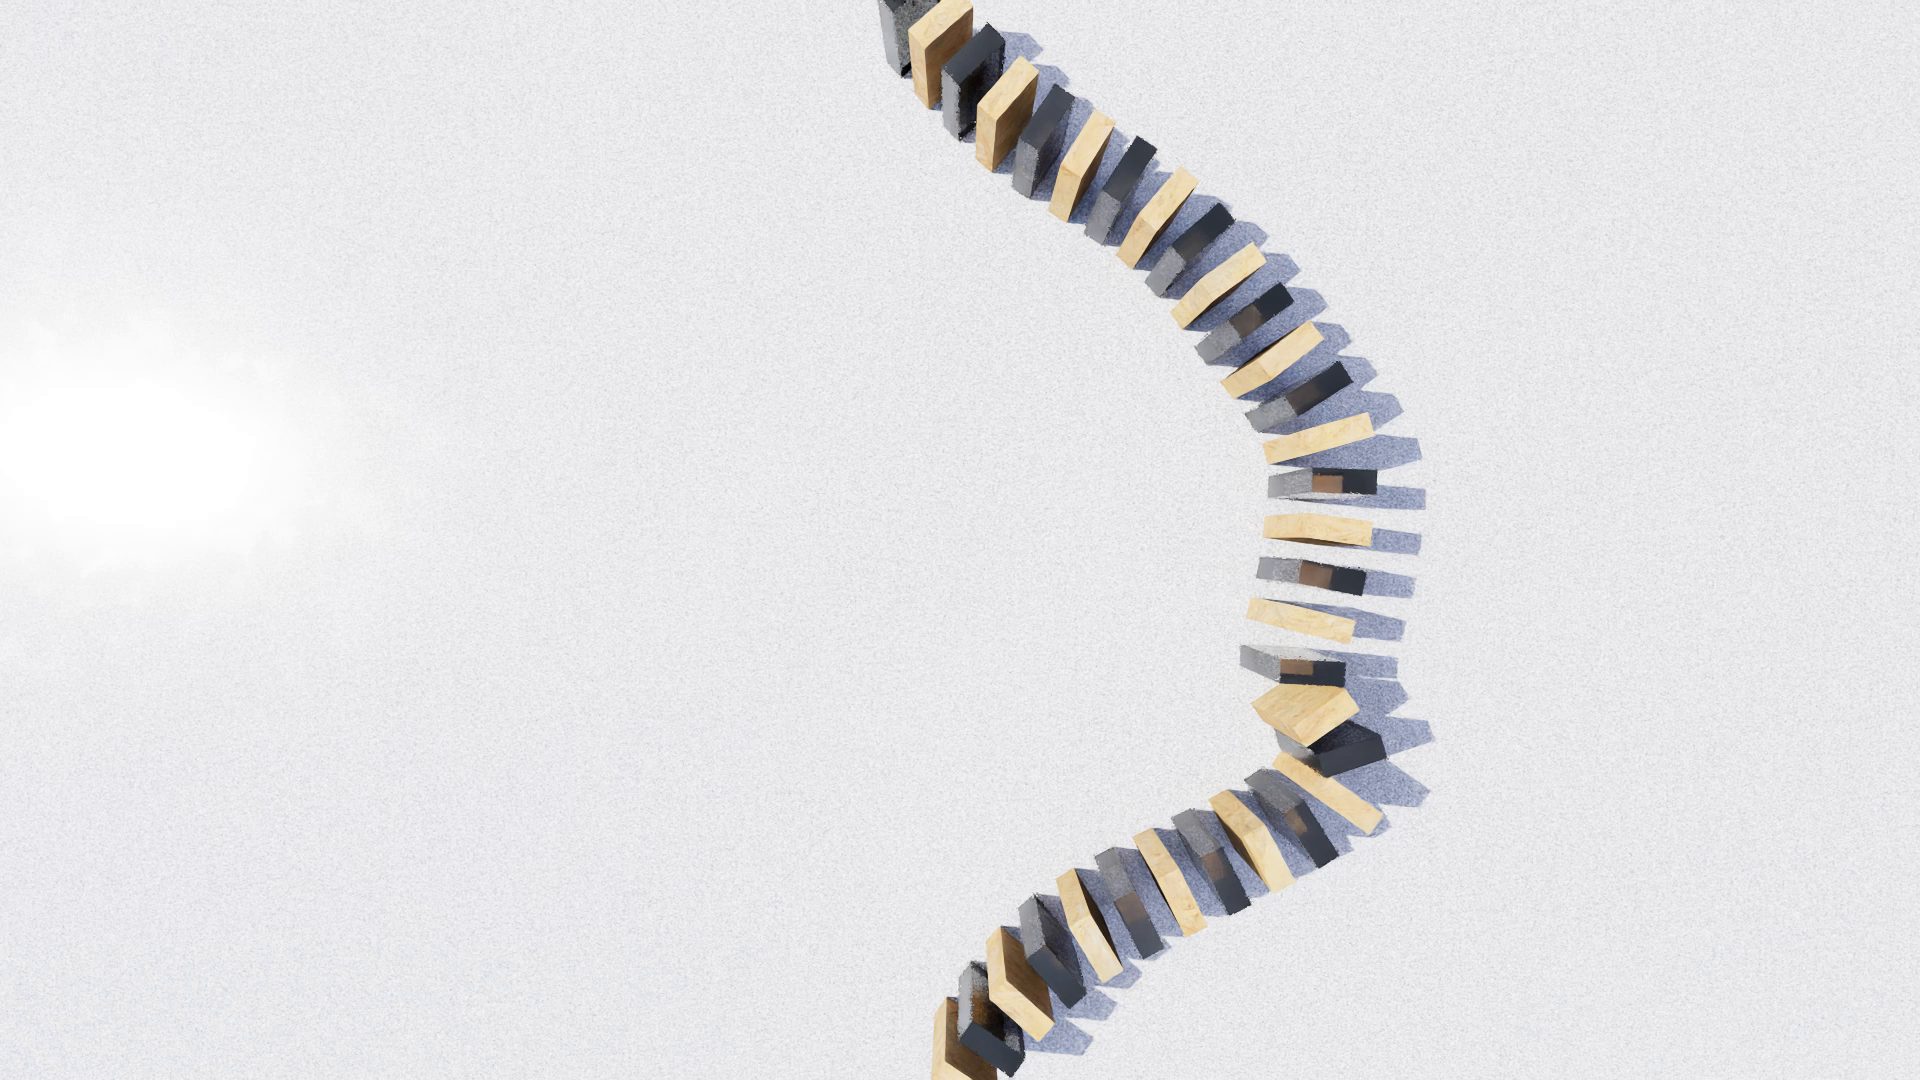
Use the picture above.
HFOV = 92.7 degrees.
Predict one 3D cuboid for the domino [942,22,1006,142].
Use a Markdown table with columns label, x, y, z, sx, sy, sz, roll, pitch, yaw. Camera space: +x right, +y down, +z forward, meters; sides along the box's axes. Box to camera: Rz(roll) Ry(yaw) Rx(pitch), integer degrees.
| label | x | y | z | sx | sy | sz | roll | pitch | yaw |
| --- | --- | --- | --- | --- | --- | --- | --- | --- | --- |
| domino | 0.005 | -0.186 | 0.375 | 0.025 | 0.050 | 0.009 | -44 | 90 | 0 |

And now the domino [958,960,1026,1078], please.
| label | x | y | z | sx | sy | sz | roll | pitch | yaw |
| --- | --- | --- | --- | --- | --- | --- | --- | --- | --- |
| domino | 0.012 | 0.195 | 0.375 | 0.025 | 0.050 | 0.010 | 35 | 90 | 0 |

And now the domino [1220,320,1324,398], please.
| label | x | y | z | sx | sy | sz | roll | pitch | yaw |
| --- | --- | --- | --- | --- | --- | --- | --- | --- | --- |
| domino | 0.126 | -0.073 | 0.375 | 0.025 | 0.050 | 0.009 | -38 | 90 | 0 |

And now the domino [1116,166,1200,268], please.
| label | x | y | z | sx | sy | sz | roll | pitch | yaw |
| --- | --- | --- | --- | --- | --- | --- | --- | --- | --- |
| domino | 0.080 | -0.131 | 0.375 | 0.010 | 0.050 | 0.025 | 41 | 90 | 0 |

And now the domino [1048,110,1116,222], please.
| label | x | y | z | sx | sy | sz | roll | pitch | yaw |
| --- | --- | --- | --- | --- | --- | --- | --- | --- | --- |
| domino | 0.049 | -0.152 | 0.375 | 0.009 | 0.050 | 0.025 | 32 | 90 | 0 |

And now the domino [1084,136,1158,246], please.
| label | x | y | z | sx | sy | sz | roll | pitch | yaw |
| --- | --- | --- | --- | --- | --- | --- | --- | --- | --- |
| domino | 0.065 | -0.142 | 0.375 | 0.010 | 0.050 | 0.025 | 33 | 90 | 0 |

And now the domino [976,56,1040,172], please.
| label | x | y | z | sx | sy | sz | roll | pitch | yaw |
| --- | --- | --- | --- | --- | --- | --- | --- | --- | --- |
| domino | 0.018 | -0.173 | 0.375 | 0.010 | 0.050 | 0.025 | 41 | 90 | 0 |

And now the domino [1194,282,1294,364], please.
| label | x | y | z | sx | sy | sz | roll | pitch | yaw |
| --- | --- | --- | --- | --- | --- | --- | --- | --- | --- |
| domino | 0.115 | -0.088 | 0.375 | 0.025 | 0.050 | 0.010 | -36 | 90 | 0 |

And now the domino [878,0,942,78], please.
| label | x | y | z | sx | sy | sz | roll | pitch | yaw |
| --- | --- | --- | --- | --- | --- | --- | --- | --- | --- |
| domino | -0.020 | -0.214 | 0.375 | 0.025 | 0.050 | 0.009 | -43 | 90 | 0 |

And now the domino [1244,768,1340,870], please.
| label | x | y | z | sx | sy | sz | roll | pitch | yaw |
| --- | --- | --- | --- | --- | --- | --- | --- | --- | --- |
| domino | 0.134 | 0.113 | 0.375 | 0.010 | 0.050 | 0.025 | -33 | 90 | 0 |

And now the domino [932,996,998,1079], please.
| label | x | y | z | sx | sy | sz | roll | pitch | yaw |
| --- | --- | --- | --- | --- | --- | --- | --- | --- | --- |
| domino | 0.002 | 0.210 | 0.375 | 0.025 | 0.050 | 0.009 | 34 | 90 | 0 |

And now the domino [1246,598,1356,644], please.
| label | x | y | z | sx | sy | sz | roll | pitch | yaw |
| --- | --- | --- | --- | --- | --- | --- | --- | --- | --- |
| domino | 0.138 | 0.032 | 0.375 | 0.025 | 0.050 | 0.009 | 14 | 90 | 0 |

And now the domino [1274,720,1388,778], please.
| label | x | y | z | sx | sy | sz | roll | pitch | yaw |
| --- | --- | --- | --- | --- | --- | --- | --- | --- | --- |
| domino | 0.150 | 0.083 | 0.375 | 0.025 | 0.050 | 0.009 | -18 | 90 | 0 |

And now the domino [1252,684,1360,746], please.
| label | x | y | z | sx | sy | sz | roll | pitch | yaw |
| --- | --- | --- | --- | --- | --- | --- | --- | --- | --- |
| domino | 0.140 | 0.068 | 0.375 | 0.025 | 0.050 | 0.010 | -35 | 90 | 0 |

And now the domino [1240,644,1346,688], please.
| label | x | y | z | sx | sy | sz | roll | pitch | yaw |
| --- | --- | --- | --- | --- | --- | --- | --- | --- | --- |
| domino | 0.135 | 0.051 | 0.375 | 0.025 | 0.050 | 0.009 | 3 | 90 | 0 |

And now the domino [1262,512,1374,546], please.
| label | x | y | z | sx | sy | sz | roll | pitch | yaw |
| --- | --- | --- | --- | --- | --- | --- | --- | --- | --- |
| domino | 0.145 | -0.004 | 0.375 | 0.025 | 0.050 | 0.010 | 8 | 90 | 0 |

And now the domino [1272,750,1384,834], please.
| label | x | y | z | sx | sy | sz | roll | pitch | yaw |
| --- | --- | --- | --- | --- | --- | --- | --- | --- | --- |
| domino | 0.149 | 0.102 | 0.375 | 0.025 | 0.050 | 0.009 | 35 | 90 | 0 |

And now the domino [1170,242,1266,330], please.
| label | x | y | z | sx | sy | sz | roll | pitch | yaw |
| --- | --- | --- | --- | --- | --- | --- | --- | --- | --- |
| domino | 0.104 | -0.103 | 0.375 | 0.025 | 0.050 | 0.009 | -36 | 90 | 0 |

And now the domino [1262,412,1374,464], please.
| label | x | y | z | sx | sy | sz | roll | pitch | yaw |
| --- | --- | --- | --- | --- | --- | --- | --- | --- | --- |
| domino | 0.145 | -0.041 | 0.375 | 0.025 | 0.050 | 0.010 | -16 | 90 | 0 |

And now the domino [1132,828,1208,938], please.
| label | x | y | z | sx | sy | sz | roll | pitch | yaw |
| --- | --- | --- | --- | --- | --- | --- | --- | --- | --- |
| domino | 0.085 | 0.139 | 0.375 | 0.009 | 0.050 | 0.025 | -26 | 90 | 0 |

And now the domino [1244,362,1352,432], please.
| label | x | y | z | sx | sy | sz | roll | pitch | yaw |
| --- | --- | --- | --- | --- | --- | --- | --- | --- | --- |
| domino | 0.137 | -0.058 | 0.375 | 0.025 | 0.050 | 0.009 | -32 | 90 | 0 |

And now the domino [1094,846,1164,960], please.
| label | x | y | z | sx | sy | sz | roll | pitch | yaw |
| --- | --- | --- | --- | --- | --- | --- | --- | --- | --- |
| domino | 0.068 | 0.147 | 0.375 | 0.010 | 0.050 | 0.025 | -28 | 90 | 0 |

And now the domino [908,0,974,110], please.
| label | x | y | z | sx | sy | sz | roll | pitch | yaw |
| --- | --- | --- | --- | --- | --- | --- | --- | --- | --- |
| domino | -0.007 | -0.200 | 0.375 | 0.025 | 0.050 | 0.010 | -41 | 90 | 0 |

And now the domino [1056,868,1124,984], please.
| label | x | y | z | sx | sy | sz | roll | pitch | yaw |
| --- | --- | --- | --- | --- | --- | --- | --- | --- | --- |
| domino | 0.052 | 0.156 | 0.375 | 0.010 | 0.050 | 0.025 | -31 | 90 | 0 |

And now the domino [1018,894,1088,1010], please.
| label | x | y | z | sx | sy | sz | roll | pitch | yaw |
| --- | --- | --- | --- | --- | --- | --- | --- | --- | --- |
| domino | 0.037 | 0.167 | 0.375 | 0.010 | 0.050 | 0.025 | -40 | 90 | 0 |

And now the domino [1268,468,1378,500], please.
| label | x | y | z | sx | sy | sz | roll | pitch | yaw |
| --- | --- | --- | --- | --- | --- | --- | --- | --- | --- |
| domino | 0.147 | -0.023 | 0.375 | 0.025 | 0.050 | 0.010 | 3 | 90 | 0 |

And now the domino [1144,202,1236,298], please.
| label | x | y | z | sx | sy | sz | roll | pitch | yaw |
| --- | --- | --- | --- | --- | --- | --- | --- | --- | --- |
| domino | 0.093 | -0.117 | 0.375 | 0.025 | 0.050 | 0.009 | -41 | 90 | 0 |

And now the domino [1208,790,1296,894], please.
| label | x | y | z | sx | sy | sz | roll | pitch | yaw |
| --- | --- | --- | --- | --- | --- | --- | --- | --- | --- |
| domino | 0.118 | 0.122 | 0.375 | 0.010 | 0.050 | 0.025 | -28 | 90 | 0 |

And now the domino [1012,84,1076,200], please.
| label | x | y | z | sx | sy | sz | roll | pitch | yaw |
| --- | --- | --- | --- | --- | --- | --- | --- | --- | --- |
| domino | 0.033 | -0.162 | 0.375 | 0.010 | 0.050 | 0.025 | 34 | 90 | 0 |

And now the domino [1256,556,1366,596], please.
| label | x | y | z | sx | sy | sz | roll | pitch | yaw |
| --- | --- | --- | --- | --- | --- | --- | --- | --- | --- |
| domino | 0.142 | 0.014 | 0.375 | 0.025 | 0.050 | 0.010 | 11 | 90 | 0 |

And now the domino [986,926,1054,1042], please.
| label | x | y | z | sx | sy | sz | roll | pitch | yaw |
| --- | --- | --- | --- | --- | --- | --- | --- | --- | --- |
| domino | 0.024 | 0.180 | 0.375 | 0.025 | 0.050 | 0.010 | 41 | 90 | 0 |

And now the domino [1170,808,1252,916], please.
| label | x | y | z | sx | sy | sz | roll | pitch | yaw |
| --- | --- | --- | --- | --- | --- | --- | --- | --- | --- |
| domino | 0.102 | 0.130 | 0.375 | 0.010 | 0.050 | 0.025 | -26 | 90 | 0 |
